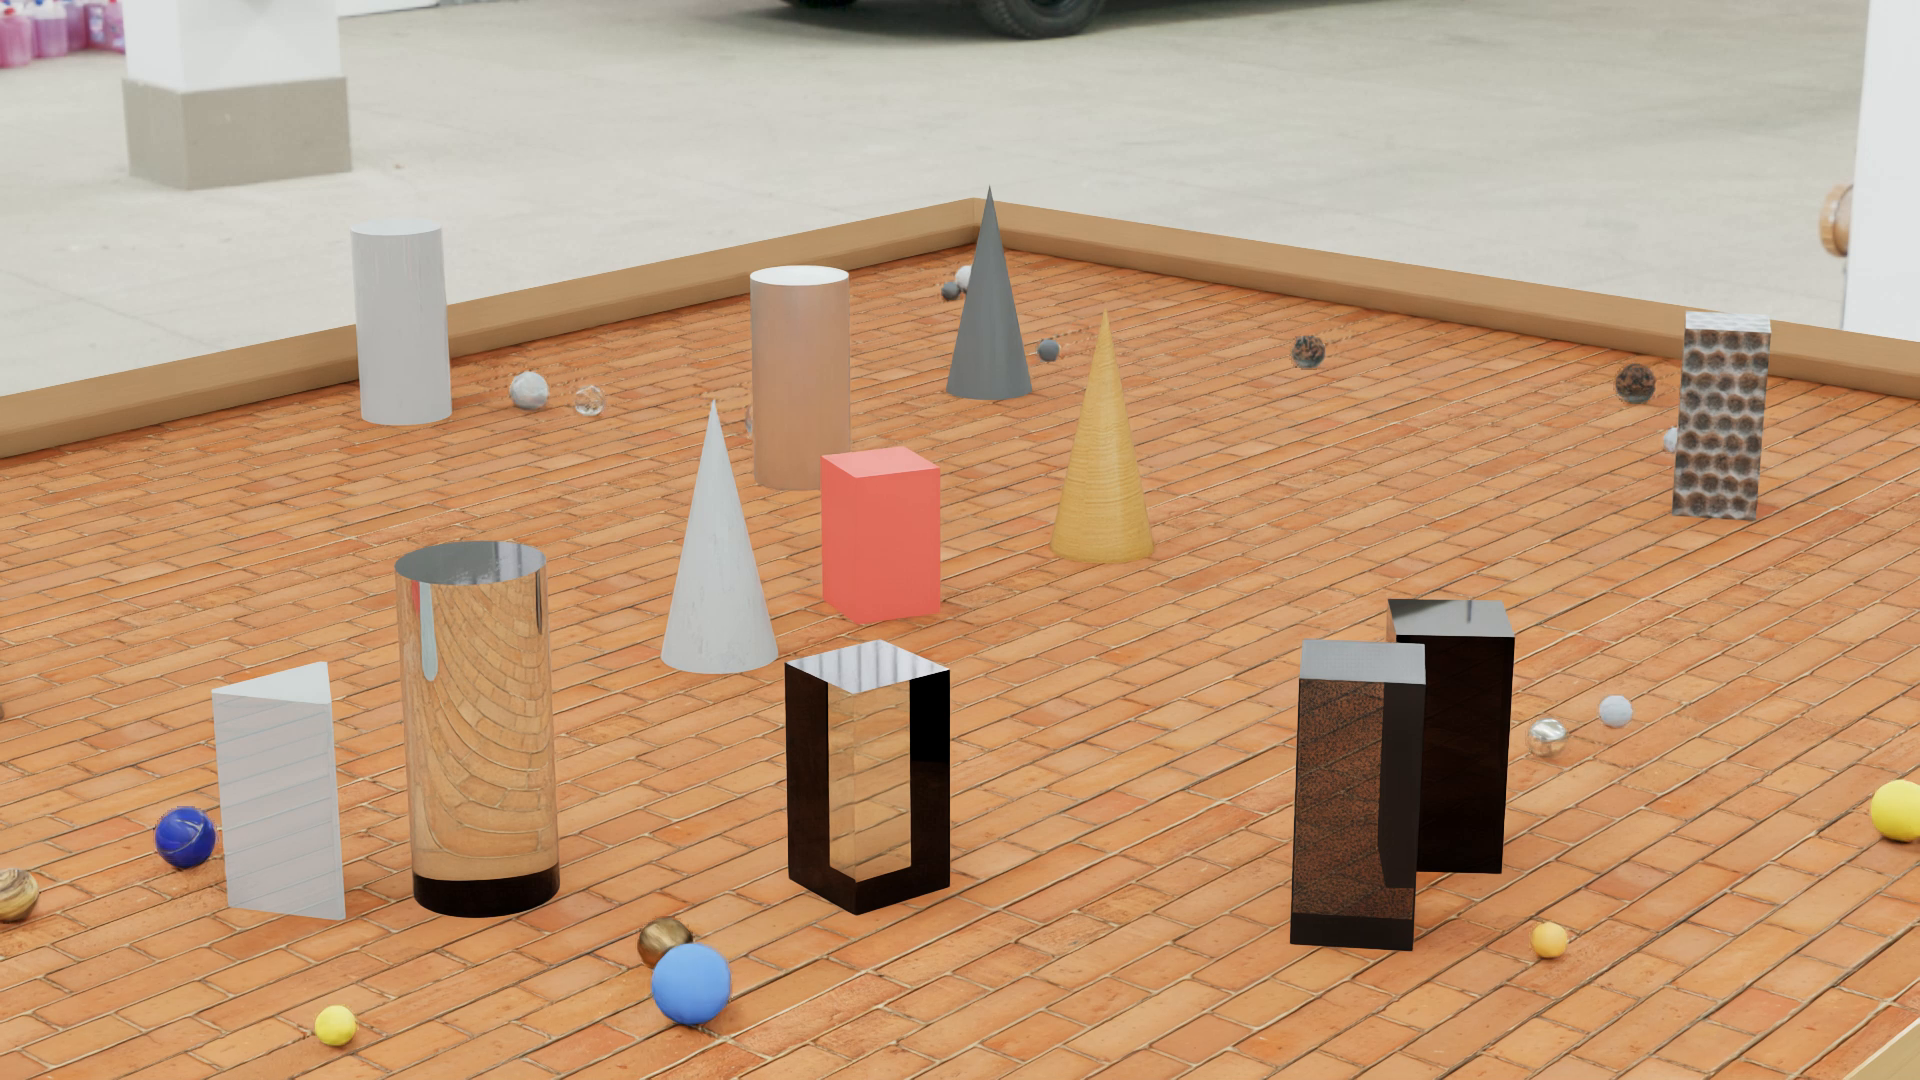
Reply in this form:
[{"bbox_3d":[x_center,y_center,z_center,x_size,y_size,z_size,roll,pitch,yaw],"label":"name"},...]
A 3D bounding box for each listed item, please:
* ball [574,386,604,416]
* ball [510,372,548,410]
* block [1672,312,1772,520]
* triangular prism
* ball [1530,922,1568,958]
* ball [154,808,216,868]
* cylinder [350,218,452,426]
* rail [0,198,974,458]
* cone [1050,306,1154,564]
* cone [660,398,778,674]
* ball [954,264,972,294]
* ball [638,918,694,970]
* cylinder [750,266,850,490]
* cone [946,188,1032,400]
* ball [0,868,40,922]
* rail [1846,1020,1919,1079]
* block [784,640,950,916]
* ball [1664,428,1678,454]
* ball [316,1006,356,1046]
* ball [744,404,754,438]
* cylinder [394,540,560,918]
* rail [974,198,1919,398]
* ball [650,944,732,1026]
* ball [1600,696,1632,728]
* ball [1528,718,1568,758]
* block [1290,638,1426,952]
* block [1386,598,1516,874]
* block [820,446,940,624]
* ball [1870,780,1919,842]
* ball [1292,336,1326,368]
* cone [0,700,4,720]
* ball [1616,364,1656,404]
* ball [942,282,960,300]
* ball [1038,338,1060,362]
[{"bbox_3d":[-0.799,-0.300,6.325,0.067,0.067,0.067,0,17,0],"label":"ball"},{"bbox_3d":[-0.937,-0.324,6.373,0.085,0.085,0.085,0,17,0],"label":"ball"},{"bbox_3d":[1.453,-0.238,5.602,0.155,0.366,0.155,4,17,13],"label":"block"},{"bbox_3d":[-0.862,0.324,3.856,0.168,0.298,0.145,5,17,16],"label":"triangular prism"},{"bbox_3d":[0.743,0.505,3.695,0.046,0.046,0.046,0,17,0],"label":"ball"},{"bbox_3d":[-1.048,0.403,3.970,0.081,0.081,0.081,0,17,0],"label":"ball"},{"bbox_3d":[-1.198,-0.469,6.289,0.194,0.411,0.194,0,17,0],"label":"cylinder"},{"bbox_3d":[-1.548,-0.357,6.407,0.045,0.126,4.890,14,22,39],"label":"rail"},{"bbox_3d":[0.261,-0.204,5.334,0.194,0.456,0.194,0,17,0],"label":"cone"},{"bbox_3d":[-0.395,-0.021,4.759,0.194,0.437,0.194,0,17,0],"label":"cone"},{"bbox_3d":[0.024,-0.671,7.541,0.074,0.074,0.074,0,17,0],"label":"ball"},{"bbox_3d":[-0.367,0.505,3.652,0.069,0.069,0.069,0,17,0],"label":"ball"},{"bbox_3d":[-0.314,-0.322,5.801,0.194,0.411,0.194,0,17,0],"label":"cylinder"},{"bbox_3d":[0.065,-0.559,6.496,0.194,0.464,0.194,0,17,0],"label":"cone"},{"bbox_3d":[-1.230,0.460,3.803,0.069,0.069,0.069,0,17,0],"label":"ball"},{"bbox_3d":[1.548,0.420,3.833,0.045,0.126,4.890,14,22,39],"label":"rail"},{"bbox_3d":[-0.122,0.312,3.881,0.155,0.307,0.155,-13,21,-36],"label":"block"},{"bbox_3d":[1.474,-0.204,6.025,0.056,0.056,0.056,0,17,0],"label":"ball"},{"bbox_3d":[-0.737,0.574,3.463,0.048,0.048,0.048,0,17,0],"label":"ball"},{"bbox_3d":[-0.401,-0.249,6.107,0.096,0.096,0.096,0,17,0],"label":"ball"},{"bbox_3d":[-0.630,0.246,3.843,0.194,0.455,0.194,0,17,0],"label":"cylinder"},{"bbox_3d":[1.587,-0.497,6.871,4.148,0.126,0.045,14,22,39],"label":"rail"},{"bbox_3d":[-0.322,0.532,3.514,0.097,0.097,0.097,0,17,0],"label":"ball"},{"bbox_3d":[1.004,0.262,4.490,0.050,0.050,0.050,0,17,0],"label":"ball"},{"bbox_3d":[0.875,0.294,4.367,0.060,0.060,0.060,0,17,0],"label":"ball"},{"bbox_3d":[0.508,0.324,3.749,0.155,0.359,0.155,2,17,8],"label":"block"},{"bbox_3d":[0.658,0.265,3.984,0.155,0.337,0.155,1,17,4],"label":"block"},{"bbox_3d":[-0.136,-0.010,5.032,0.155,0.258,0.155,-8,18,-24],"label":"block"},{"bbox_3d":[1.304,0.375,4.058,0.084,0.084,0.084,0,17,0],"label":"ball"},{"bbox_3d":[0.802,-0.433,6.747,0.077,0.077,0.077,0,17,0],"label":"ball"},{"bbox_3d":[-1.576,0.046,4.457,0.194,0.483,0.194,0,17,0],"label":"cone"},{"bbox_3d":[1.481,-0.343,6.429,0.088,0.088,0.088,0,17,0],"label":"ball"},{"bbox_3d":[-0.023,-0.634,7.463,0.048,0.048,0.048,0,17,0],"label":"ball"},{"bbox_3d":[0.207,-0.441,6.818,0.052,0.052,0.052,0,17,0],"label":"ball"}]
